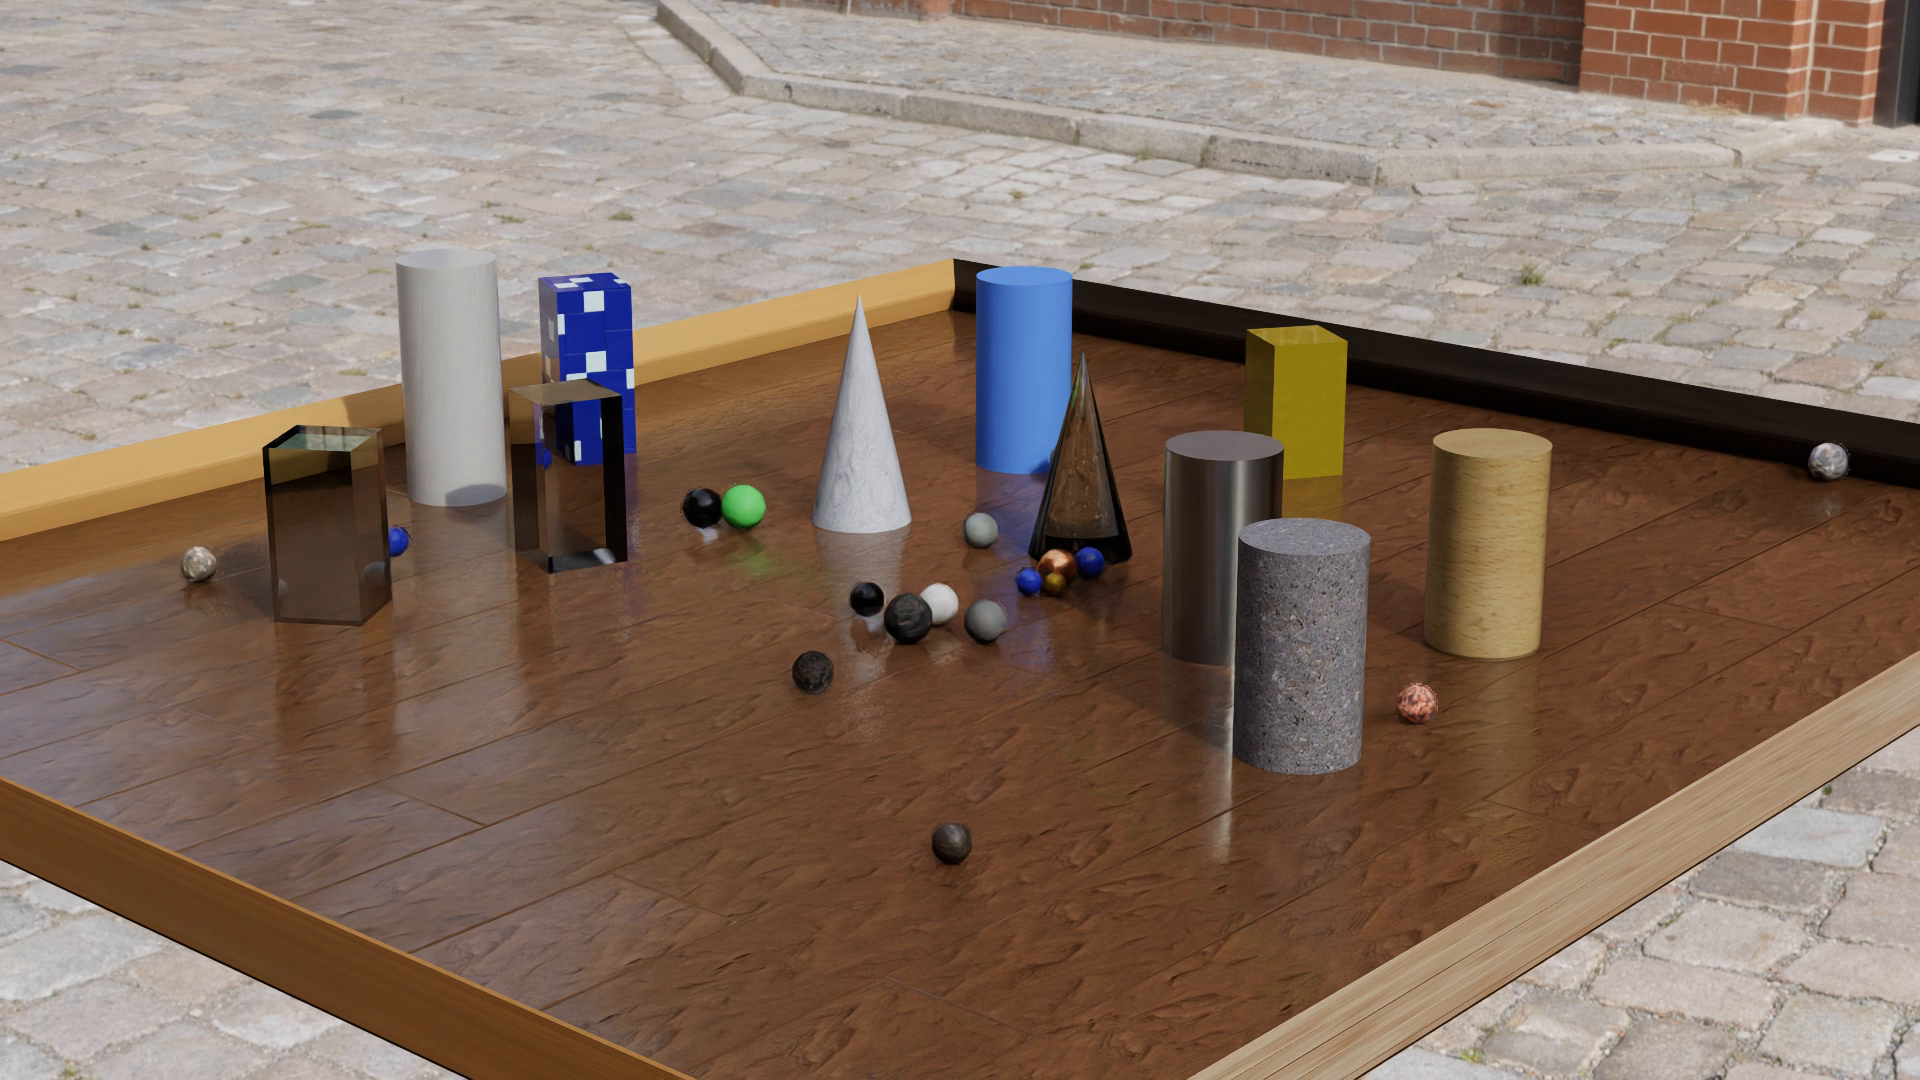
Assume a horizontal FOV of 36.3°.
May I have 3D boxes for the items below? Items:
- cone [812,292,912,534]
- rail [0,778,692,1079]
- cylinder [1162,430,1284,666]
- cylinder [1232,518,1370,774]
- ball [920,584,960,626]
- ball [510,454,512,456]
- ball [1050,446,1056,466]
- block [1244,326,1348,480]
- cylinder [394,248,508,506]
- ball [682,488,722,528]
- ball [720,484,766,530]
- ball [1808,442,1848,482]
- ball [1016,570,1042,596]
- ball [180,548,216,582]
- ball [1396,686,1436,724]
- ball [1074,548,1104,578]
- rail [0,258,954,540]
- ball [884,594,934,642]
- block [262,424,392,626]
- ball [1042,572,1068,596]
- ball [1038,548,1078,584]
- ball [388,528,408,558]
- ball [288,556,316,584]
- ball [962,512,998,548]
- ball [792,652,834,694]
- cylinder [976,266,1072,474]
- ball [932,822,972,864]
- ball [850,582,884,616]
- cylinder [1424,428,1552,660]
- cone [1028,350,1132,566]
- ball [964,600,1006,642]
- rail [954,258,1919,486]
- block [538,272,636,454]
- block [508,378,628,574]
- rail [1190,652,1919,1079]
[{"bbox_3d":[-0.187,-0.251,5.515,0.193,0.440,0.193,0,17,0],"label":"cone"},{"bbox_3d":[-1.137,0.410,3.867,3.098,0.125,0.045,14,22,39],"label":"rail"},{"bbox_3d":[0.429,0.012,4.808,0.193,0.345,0.193,0,17,0],"label":"cylinder"},{"bbox_3d":[0.505,0.156,4.347,0.193,0.336,0.193,0,17,0],"label":"cylinder"},{"bbox_3d":[-0.037,0.109,4.961,0.071,0.071,0.071,0,17,0],"label":"ball"},{"bbox_3d":[-0.877,-0.177,5.921,0.059,0.059,0.059,0,17,0],"label":"ball"},{"bbox_3d":[0.224,-0.155,5.790,0.096,0.096,0.096,0,17,0],"label":"ball"},{"bbox_3d":[0.671,-0.277,5.887,0.154,0.274,0.154,-5,17,-15],"label":"block"},{"bbox_3d":[-0.985,-0.316,5.683,0.193,0.467,0.193,0,17,0],"label":"cylinder"},{"bbox_3d":[-0.483,-0.061,5.513,0.076,0.076,0.076,0,17,0],"label":"ball"},{"bbox_3d":[-0.406,-0.061,5.488,0.084,0.084,0.084,0,17,0],"label":"ball"},{"bbox_3d":[1.724,-0.155,5.824,0.077,0.077,0.077,0,17,0],"label":"ball"},{"bbox_3d":[0.121,0.074,5.122,0.046,0.046,0.046,0,17,0],"label":"ball"},{"bbox_3d":[-1.348,0.044,5.192,0.062,0.062,0.062,0,17,0],"label":"ball"},{"bbox_3d":[0.701,0.253,4.505,0.059,0.059,0.059,0,17,0],"label":"ball"},{"bbox_3d":[0.229,0.041,5.213,0.056,0.056,0.056,0,17,0],"label":"ball"},{"bbox_3d":[-1.152,-0.258,6.078,0.045,0.125,3.516,14,22,39],"label":"rail"},{"bbox_3d":[-0.086,0.130,4.871,0.082,0.082,0.082,0,17,0],"label":"ball"},{"bbox_3d":[-1.077,-0.026,4.999,0.154,0.306,0.154,3,17,9],"label":"block"},{"bbox_3d":[0.166,0.078,5.114,0.042,0.042,0.042,0,17,0],"label":"ball"},{"bbox_3d":[0.173,0.049,5.162,0.070,0.070,0.070,0,17,0],"label":"ball"},{"bbox_3d":[-0.995,0.004,5.146,0.053,0.053,0.053,0,17,0],"label":"ball"},{"bbox_3d":[-1.162,0.053,5.184,0.048,0.048,0.048,0,17,0],"label":"ball"},{"bbox_3d":[0.037,-0.017,5.390,0.065,0.065,0.065,0,17,0],"label":"ball"},{"bbox_3d":[-0.232,0.209,4.637,0.067,0.067,0.067,0,17,0],"label":"ball"},{"bbox_3d":[0.129,-0.344,5.919,0.193,0.385,0.193,0,17,0],"label":"cylinder"},{"bbox_3d":[-0.011,0.412,3.984,0.056,0.056,0.056,0,17,0],"label":"ball"},{"bbox_3d":[-0.158,0.101,5.005,0.060,0.060,0.060,0,17,0],"label":"ball"},{"bbox_3d":[0.869,0.006,4.832,0.193,0.342,0.193,0,17,0],"label":"cylinder"},{"bbox_3d":[0.220,-0.160,5.315,0.193,0.381,0.193,0,17,0],"label":"cone"},{"bbox_3d":[0.041,0.135,4.874,0.072,0.072,0.072,0,17,0],"label":"ball"},{"bbox_3d":[1.137,-0.347,6.374,3.098,0.125,0.045,14,22,39],"label":"rail"},{"bbox_3d":[-0.767,-0.359,6.032,0.154,0.349,0.154,-7,18,-21],"label":"block"},{"bbox_3d":[-0.708,-0.118,5.299,0.154,0.309,0.154,-10,19,-29],"label":"block"},{"bbox_3d":[1.152,0.320,4.163,0.045,0.125,3.516,14,22,39],"label":"rail"}]
